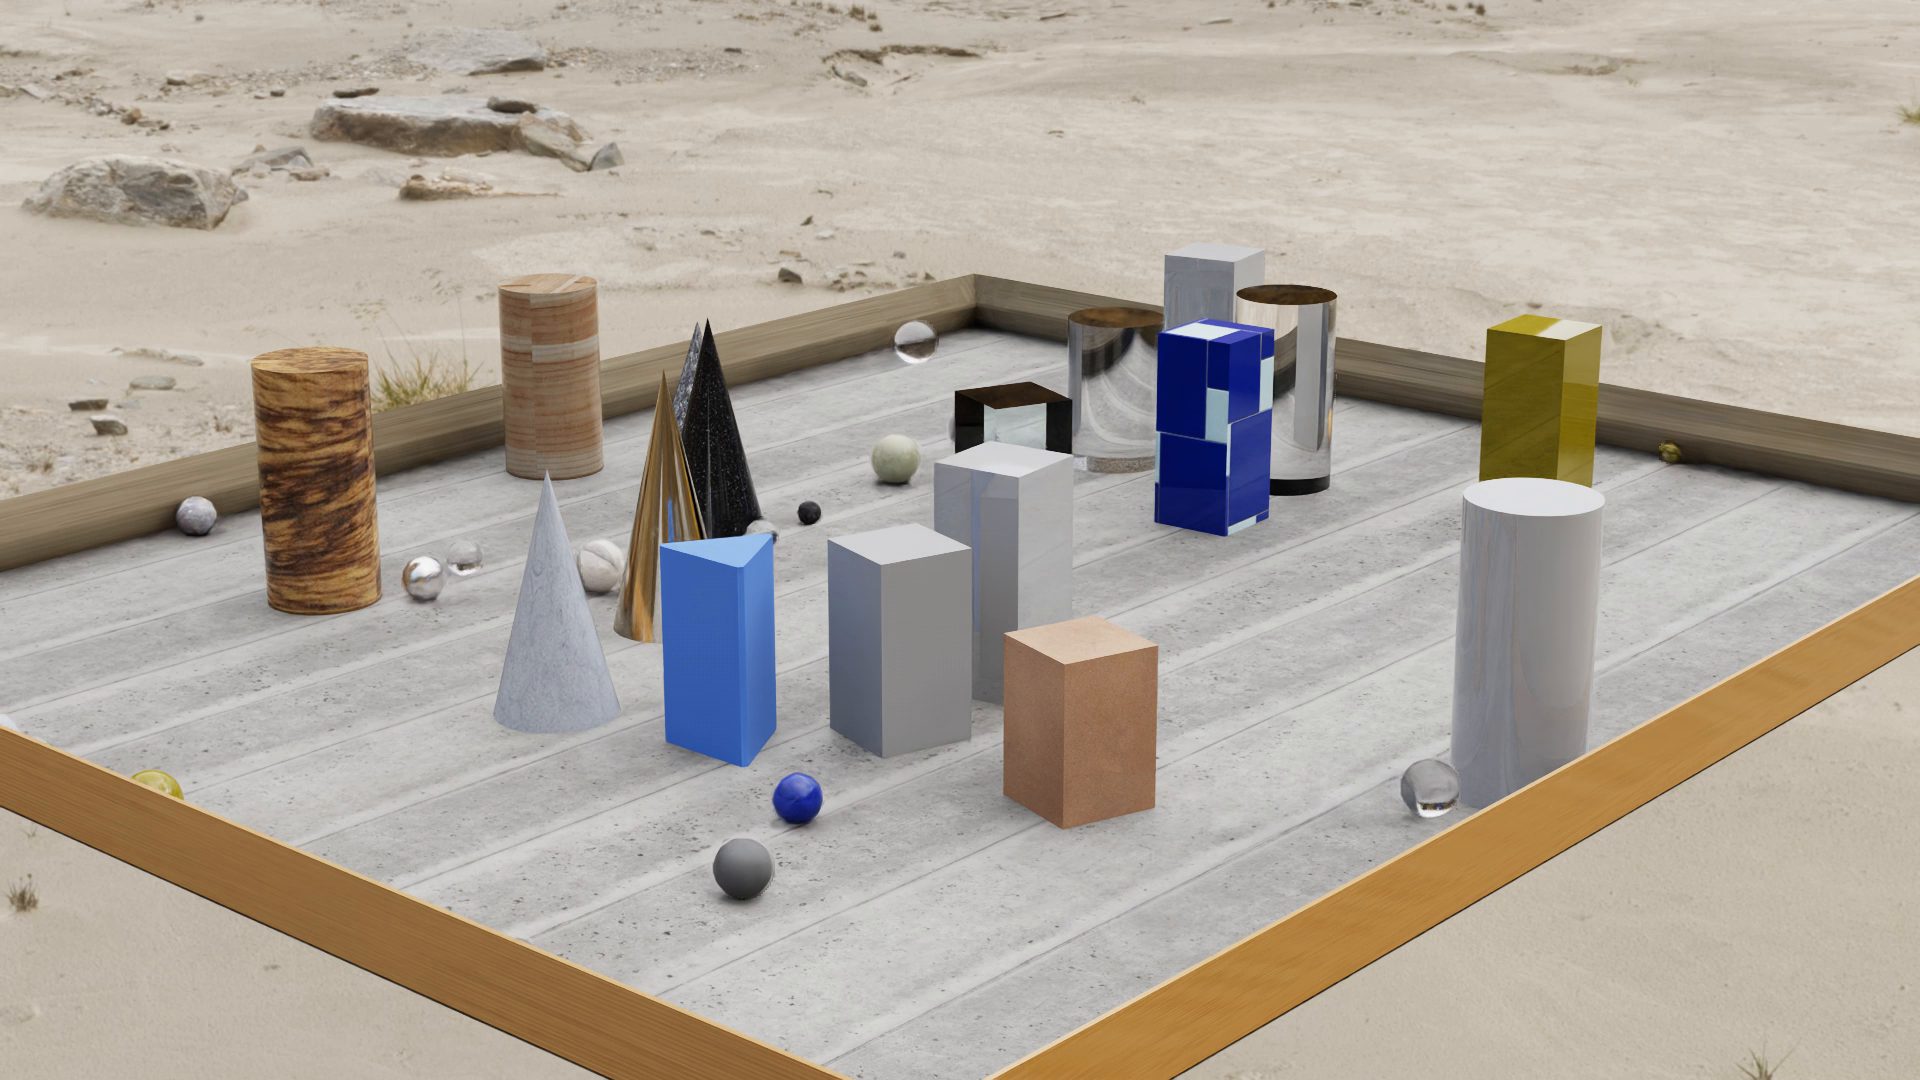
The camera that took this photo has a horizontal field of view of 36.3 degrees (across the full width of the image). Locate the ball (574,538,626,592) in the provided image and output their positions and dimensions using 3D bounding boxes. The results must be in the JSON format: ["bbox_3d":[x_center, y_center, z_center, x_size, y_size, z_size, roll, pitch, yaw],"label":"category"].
[{"bbox_3d":[-0.635,0.044,5.143,0.094,0.094,0.094,0,17,0],"label":"ball"}]

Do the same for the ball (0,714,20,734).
[{"bbox_3d":[-1.430,0.296,4.328,0.083,0.083,0.083,0,17,0],"label":"ball"}]

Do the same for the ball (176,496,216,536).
[{"bbox_3d":[-1.425,-0.045,5.475,0.072,0.072,0.072,0,17,0],"label":"ball"}]

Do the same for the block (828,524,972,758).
[{"bbox_3d":[-0.091,0.150,4.429,0.157,0.303,0.157,-10,20,-31],"label":"block"}]

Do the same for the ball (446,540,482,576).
[{"bbox_3d":[-0.885,0.031,5.237,0.064,0.064,0.064,0,17,0],"label":"ball"}]

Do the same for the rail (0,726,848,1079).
[{"bbox_3d":[-1.066,0.386,3.944,2.774,0.128,0.045,14,22,39],"label":"rail"}]

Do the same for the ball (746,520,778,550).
[{"bbox_3d":[-0.363,-0.008,5.374,0.060,0.060,0.060,0,17,0],"label":"ball"}]

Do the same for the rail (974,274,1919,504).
[{"bbox_3d":[1.066,-0.322,6.296,2.774,0.128,0.045,14,22,39],"label":"rail"}]

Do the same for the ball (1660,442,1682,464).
[{"bbox_3d":[1.447,-0.177,5.967,0.042,0.042,0.042,0,17,0],"label":"ball"}]

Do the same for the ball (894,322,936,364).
[{"bbox_3d":[-0.104,-0.458,6.800,0.098,0.098,0.098,0,17,0],"label":"ball"}]

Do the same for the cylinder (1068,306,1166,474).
[{"bbox_3d":[0.316,-0.305,5.943,0.197,0.300,0.197,0,17,0],"label":"cylinder"}]

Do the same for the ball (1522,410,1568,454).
[{"bbox_3d":[1.203,-0.223,6.034,0.090,0.090,0.090,0,17,0],"label":"ball"}]

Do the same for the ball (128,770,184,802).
[{"bbox_3d":[-1.127,0.365,4.082,0.090,0.090,0.090,0,17,0],"label":"ball"}]

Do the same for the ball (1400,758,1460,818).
[{"bbox_3d":[0.664,0.351,4.144,0.083,0.083,0.083,0,17,0],"label":"ball"}]

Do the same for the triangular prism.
[{"bbox_3d":[-0.333,0.156,4.398,0.170,0.310,0.147,14,22,39],"label":"triangular prism"}]

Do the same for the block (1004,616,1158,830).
[{"bbox_3d":[0.170,0.257,4.173,0.157,0.245,0.157,-10,19,-30],"label":"block"}]

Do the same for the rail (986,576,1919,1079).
[{"bbox_3d":[1.030,0.290,4.264,0.045,0.128,3.300,14,22,39],"label":"rail"}]

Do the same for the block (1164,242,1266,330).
[{"bbox_3d":[0.529,-0.411,6.137,0.157,0.391,0.157,9,19,28],"label":"block"}]

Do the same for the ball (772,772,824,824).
[{"bbox_3d":[-0.228,0.363,4.123,0.071,0.071,0.071,0,17,0],"label":"ball"}]

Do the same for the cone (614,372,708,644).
[{"bbox_3d":[-0.490,-0.070,4.908,0.197,0.447,0.197,0,17,0],"label":"cone"}]

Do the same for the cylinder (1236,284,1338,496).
[{"bbox_3d":[0.637,-0.297,5.775,0.197,0.381,0.197,0,17,0],"label":"cylinder"}]

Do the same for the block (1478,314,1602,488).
[{"bbox_3d":[1.083,-0.211,5.486,0.157,0.384,0.157,12,21,35],"label":"block"}]

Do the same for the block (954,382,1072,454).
[{"bbox_3d":[0.096,-0.121,5.341,0.157,0.295,0.157,-8,19,-26],"label":"block"}]

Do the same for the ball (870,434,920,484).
[{"bbox_3d":[-0.128,-0.162,5.818,0.098,0.098,0.098,0,17,0],"label":"ball"}]

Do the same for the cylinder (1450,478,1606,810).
[{"bbox_3d":[0.806,0.151,4.184,0.197,0.443,0.197,0,17,0],"label":"cylinder"}]

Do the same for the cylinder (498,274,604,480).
[{"bbox_3d":[-0.820,-0.328,5.882,0.197,0.380,0.197,0,17,0],"label":"cylinder"}]

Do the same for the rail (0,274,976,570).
[{"bbox_3d":[-1.030,-0.226,5.976,0.045,0.128,3.300,14,22,39],"label":"rail"}]

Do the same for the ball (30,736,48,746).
[{"bbox_3d":[-1.368,0.313,4.331,0.047,0.047,0.047,0,17,0],"label":"ball"}]

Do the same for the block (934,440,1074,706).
[{"bbox_3d":[0.069,0.053,4.626,0.157,0.375,0.157,11,20,33],"label":"block"}]

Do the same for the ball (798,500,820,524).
[{"bbox_3d":[-0.285,-0.052,5.547,0.045,0.045,0.045,0,17,0],"label":"ball"}]

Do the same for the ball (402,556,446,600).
[{"bbox_3d":[-0.932,0.066,5.099,0.077,0.077,0.077,0,17,0],"label":"ball"}]

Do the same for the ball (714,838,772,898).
[{"bbox_3d":[-0.287,0.433,3.877,0.079,0.079,0.079,0,17,0],"label":"ball"}]

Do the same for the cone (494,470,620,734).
[{"bbox_3d":[-0.627,0.079,4.508,0.197,0.392,0.197,0,17,0],"label":"cone"}]

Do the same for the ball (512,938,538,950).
[{"bbox_3d":[-0.546,0.523,3.588,0.074,0.074,0.074,0,17,0],"label":"ball"}]

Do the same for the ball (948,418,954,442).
[{"bbox_3d":[0.012,-0.228,6.078,0.075,0.075,0.075,0,17,0],"label":"ball"}]

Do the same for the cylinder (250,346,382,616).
[{"bbox_3d":[-1.108,-0.103,5.054,0.197,0.427,0.197,0,17,0],"label":"cylinder"}]

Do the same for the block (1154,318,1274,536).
[{"bbox_3d":[0.479,-0.214,5.524,0.157,0.368,0.157,12,21,35],"label":"block"}]

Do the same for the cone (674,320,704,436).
[{"bbox_3d":[-0.520,-0.284,5.849,0.197,0.315,0.197,0,17,0],"label":"cone"}]

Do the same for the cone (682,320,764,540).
[{"bbox_3d":[-0.466,-0.219,5.476,0.197,0.405,0.197,0,17,0],"label":"cone"}]
